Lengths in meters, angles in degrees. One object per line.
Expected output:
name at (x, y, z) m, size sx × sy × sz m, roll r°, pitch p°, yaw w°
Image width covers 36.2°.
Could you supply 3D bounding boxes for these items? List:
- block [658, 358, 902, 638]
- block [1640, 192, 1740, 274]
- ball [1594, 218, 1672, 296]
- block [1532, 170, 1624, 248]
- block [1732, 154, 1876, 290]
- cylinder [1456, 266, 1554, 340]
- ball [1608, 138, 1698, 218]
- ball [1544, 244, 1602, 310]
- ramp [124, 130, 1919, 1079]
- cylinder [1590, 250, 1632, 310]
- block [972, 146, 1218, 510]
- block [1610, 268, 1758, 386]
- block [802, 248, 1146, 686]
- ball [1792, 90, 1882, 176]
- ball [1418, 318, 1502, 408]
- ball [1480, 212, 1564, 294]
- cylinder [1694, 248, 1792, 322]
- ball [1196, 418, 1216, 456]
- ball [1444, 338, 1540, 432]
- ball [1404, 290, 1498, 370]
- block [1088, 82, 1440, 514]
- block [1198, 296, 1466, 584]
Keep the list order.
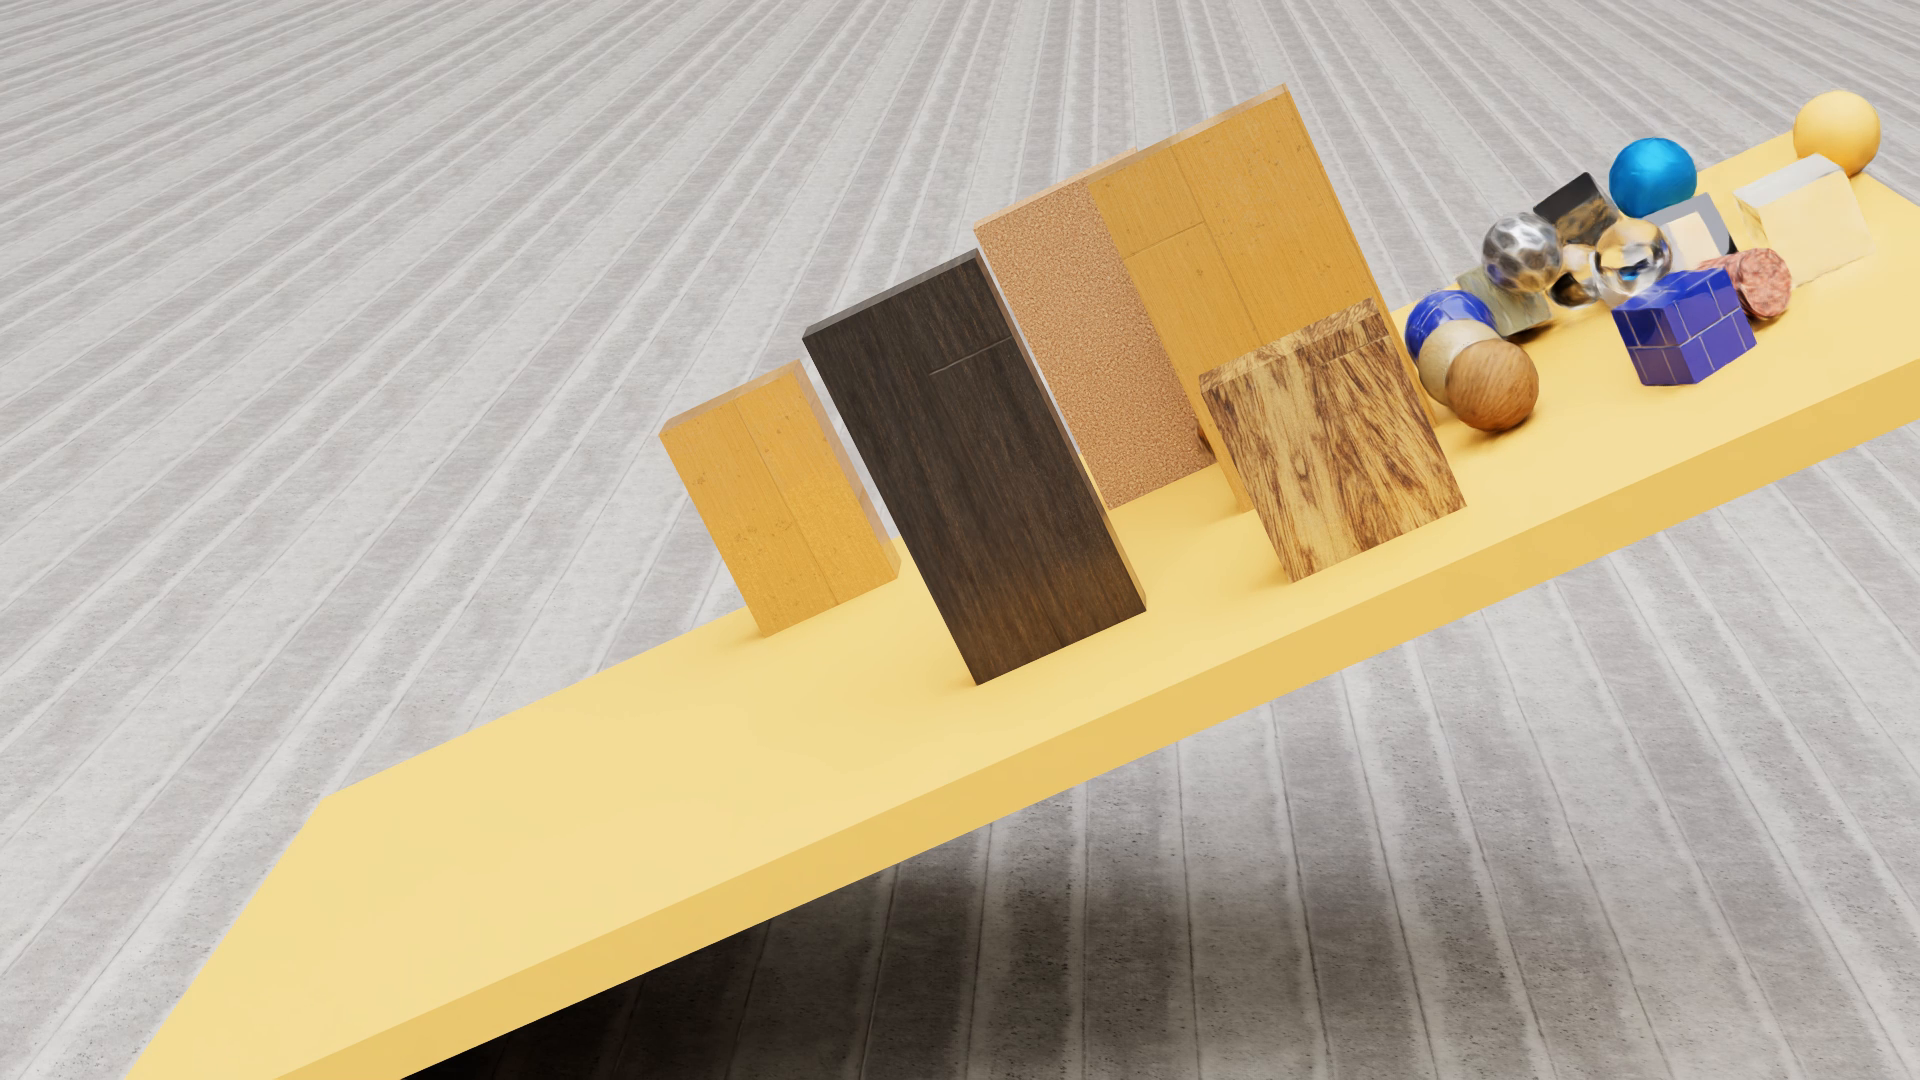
block at (-0.420, -0.097, 6.935) m, size 0.351 × 0.549 × 0.146 m, roll -24°, pitch 13°, yaw 9°
block at (1.443, -0.570, 5.883) m, size 0.158 × 0.158 × 0.158 m, roll -22°, pitch -17°, yaw -4°
ball at (1.293, -0.544, 5.652) m, size 0.148 × 0.148 × 0.148 m, roll 0°, pitch 16°, yaw 0°
block at (1.372, -0.685, 6.453) m, size 0.143 × 0.143 × 0.143 m, roll -34°, pitch 46°, yaw 19°
block at (1.657, -0.626, 5.780) m, size 0.182 × 0.182 × 0.182 m, roll -25°, pitch 16°, yaw 6°
cylinder at (1.164, -0.518, 6.290) m, size 0.159 × 0.159 × 0.159 m, roll -23°, pitch -2°, yaw -1°
ball at (1.455, -0.755, 6.177) m, size 0.181 × 0.181 × 0.181 m, roll 0°, pitch 16°, yaw 0°
ball at (1.309, -0.561, 6.258) m, size 0.142 × 0.142 × 0.142 m, roll 0°, pitch 16°, yaw 0°
ramp at (0.137, 0.168, 6.282) m, size 4.000 × 0.100 × 2.000 m, roll -24°, pitch 13°, yaw 9°
cylinder at (1.403, -0.561, 6.118) m, size 0.139 × 0.139 × 0.139 m, roll -22°, pitch 6°, yaw 25°
block at (0.359, -0.464, 6.508) m, size 0.392 × 0.703 × 0.094 m, roll -24°, pitch 13°, yaw 9°
block at (1.363, -0.400, 5.542) m, size 0.161 × 0.161 × 0.161 m, roll -31°, pitch 14°, yaw -19°
block at (0.033, -0.138, 5.735) m, size 0.368 × 0.773 × 0.107 m, roll -24°, pitch 13°, yaw 9°
ball at (1.876, -0.868, 6.292) m, size 0.185 × 0.185 × 0.185 m, roll 0°, pitch 16°, yaw 0°
ball at (1.023, -0.357, 5.973) m, size 0.185 × 0.185 × 0.185 m, roll 0°, pitch 16°, yaw 0°
ball at (1.171, -0.596, 6.129) m, size 0.170 × 0.170 × 0.170 m, roll 0°, pitch 16°, yaw 0°
cylinder at (1.492, -0.482, 5.622) m, size 0.134 × 0.134 × 0.134 m, roll -10°, pitch 0°, yaw -32°
ball at (0.607, -0.258, 6.387) m, size 0.184 × 0.184 × 0.184 m, roll 0°, pitch 16°, yaw 0°
ball at (1.038, -0.302, 5.739) m, size 0.182 × 0.182 × 0.182 m, roll 0°, pitch 16°, yaw 0°
ball at (1.034, -0.429, 6.197) m, size 0.198 × 0.198 × 0.198 m, roll 0°, pitch 16°, yaw 0°
block at (0.620, -0.489, 5.997) m, size 0.440 × 0.754 × 0.125 m, roll -24°, pitch 13°, yaw 9°
block at (0.692, -0.186, 5.476) m, size 0.355 × 0.402 × 0.150 m, roll -24°, pitch 13°, yaw 9°
